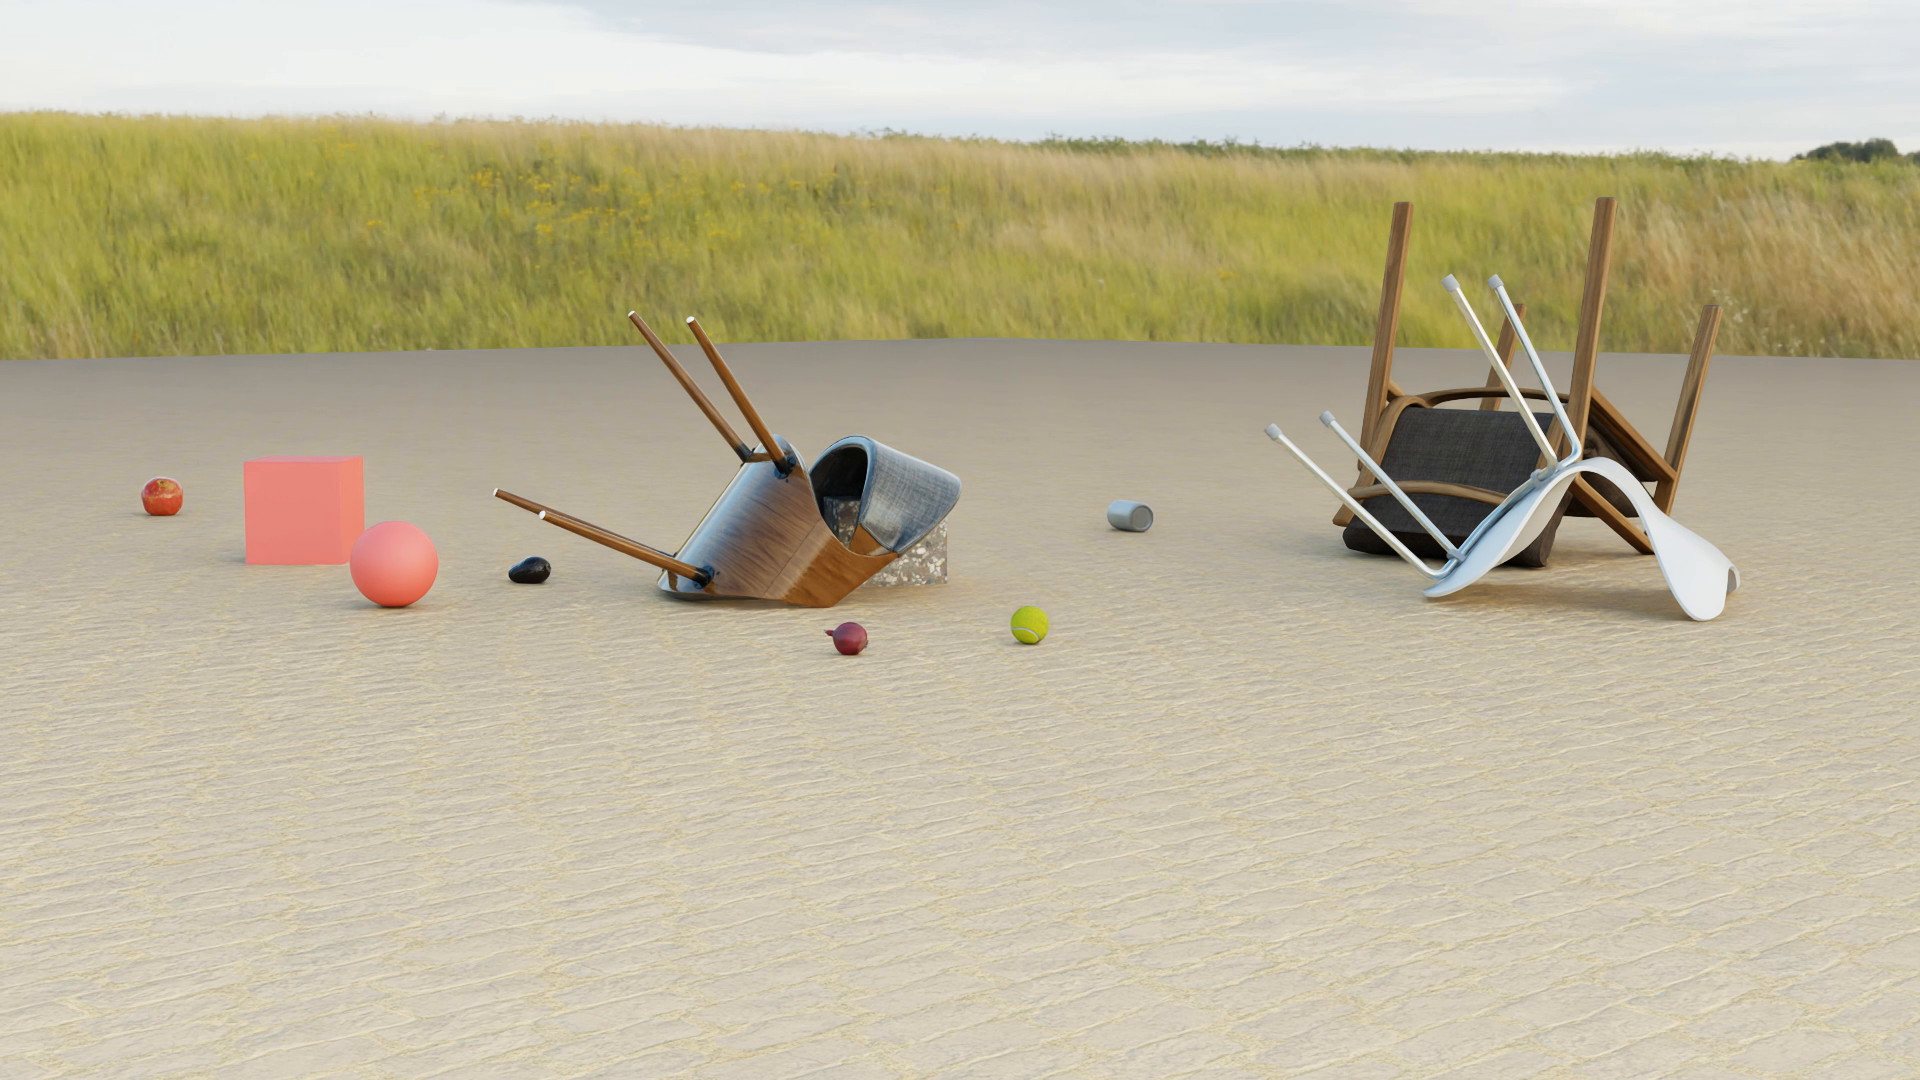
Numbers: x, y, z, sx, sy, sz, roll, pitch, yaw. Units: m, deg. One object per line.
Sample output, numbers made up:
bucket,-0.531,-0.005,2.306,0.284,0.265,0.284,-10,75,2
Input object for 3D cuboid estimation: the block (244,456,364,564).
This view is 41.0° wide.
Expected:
block,-1.520,-0.072,5.961,0.220,0.235,0.212,0,6,1

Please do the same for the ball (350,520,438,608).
ball,-1.127,0.047,5.110,0.173,0.173,0.173,0,6,0

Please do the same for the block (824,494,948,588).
block,-0.161,0.000,5.513,0.238,0.183,0.133,-2,6,-17
